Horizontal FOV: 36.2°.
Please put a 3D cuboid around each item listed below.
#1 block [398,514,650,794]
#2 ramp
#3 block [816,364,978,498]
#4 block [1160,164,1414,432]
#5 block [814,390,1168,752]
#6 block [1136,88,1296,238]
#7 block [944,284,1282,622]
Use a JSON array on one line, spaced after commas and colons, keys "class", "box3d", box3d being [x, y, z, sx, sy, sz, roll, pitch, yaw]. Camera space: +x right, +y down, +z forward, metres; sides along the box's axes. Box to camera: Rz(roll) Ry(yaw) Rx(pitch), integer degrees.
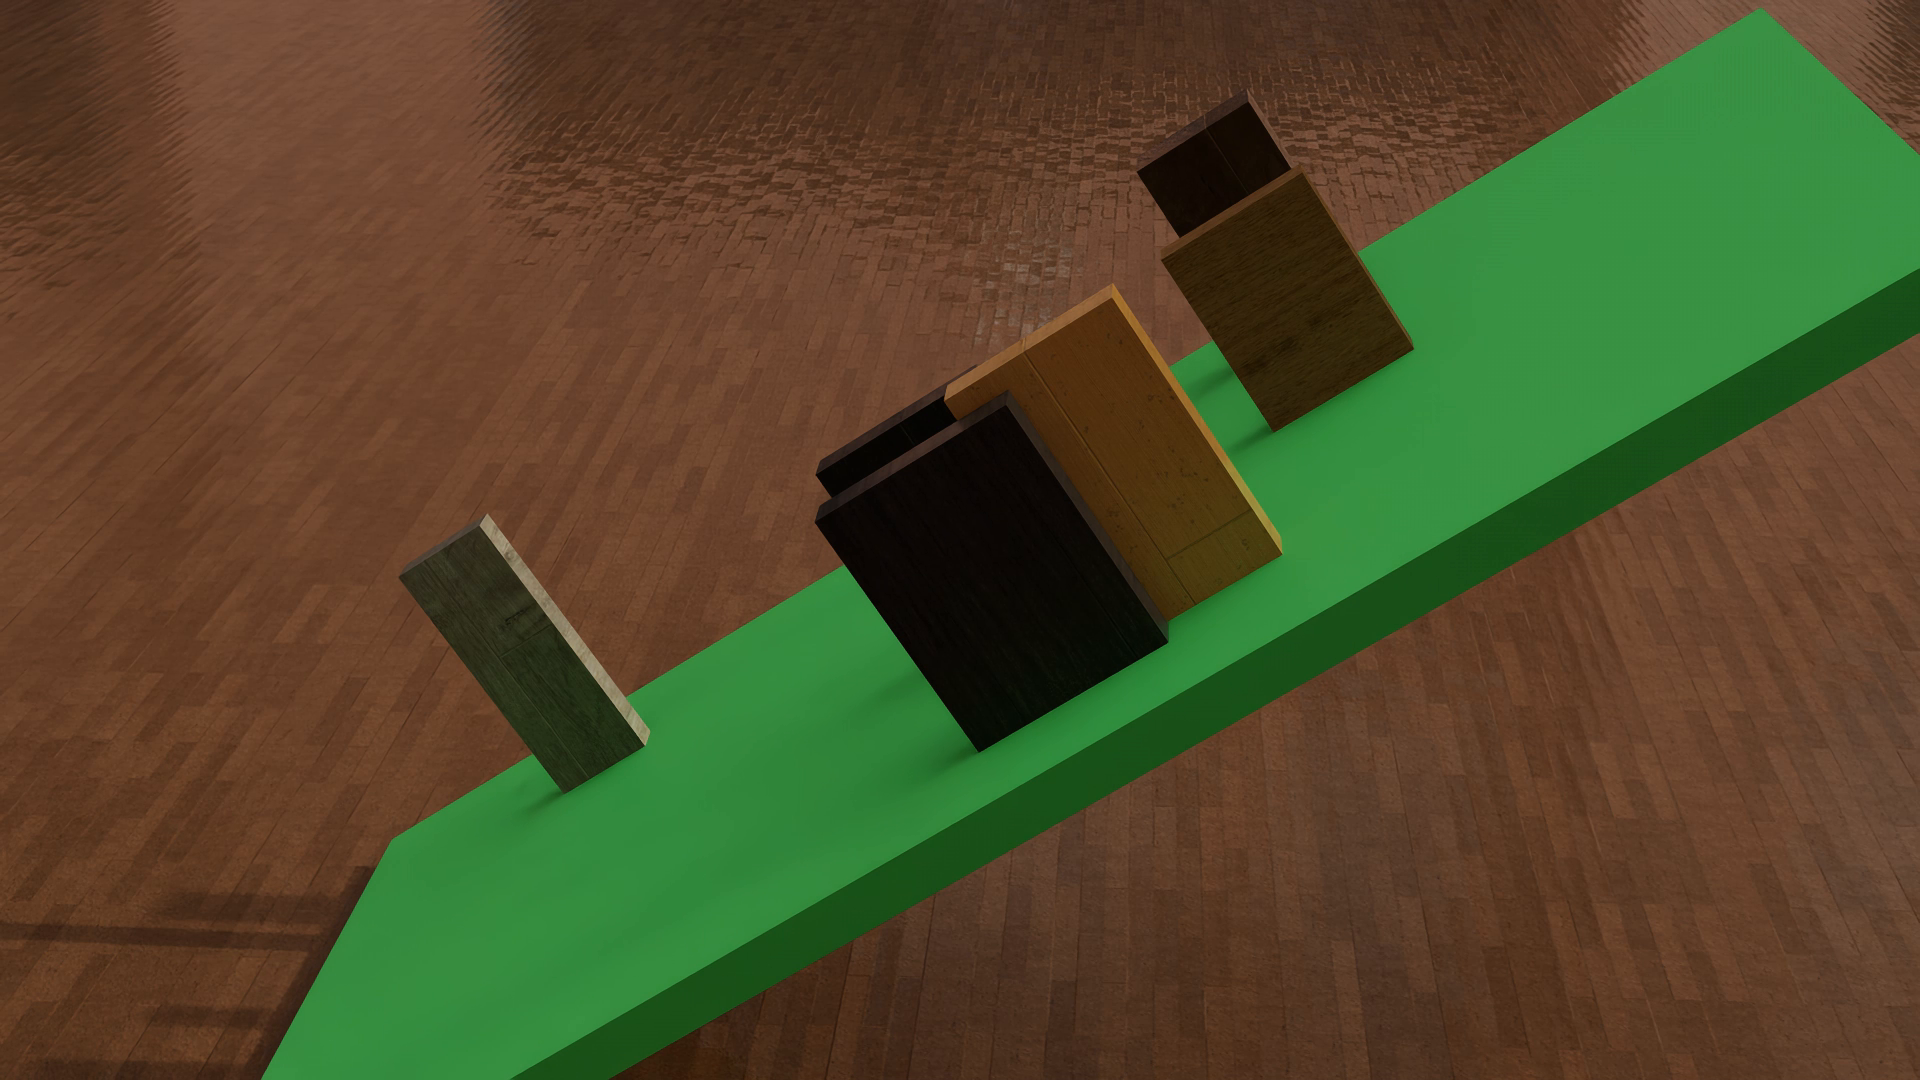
[{"class": "block", "box3d": [-1.034, 0.275, 7.009, 0.242, 0.664, 0.084, -31, 16, 14]}, {"class": "ramp", "box3d": [0.139, 0.171, 6.297, 4.000, 0.100, 2.000, -31, 16, 14]}, {"class": "block", "box3d": [0.006, -0.049, 6.096, 0.389, 0.500, 0.089, -31, 16, 14]}, {"class": "block", "box3d": [0.683, -0.502, 6.140, 0.341, 0.446, 0.082, -31, 16, 14]}, {"class": "block", "box3d": [0.063, 0.063, 5.527, 0.427, 0.554, 0.092, -31, 16, 14]}, {"class": "block", "box3d": [0.665, -0.710, 6.654, 0.293, 0.528, 0.145, -31, 16, 14]}, {"class": "block", "box3d": [0.292, -0.133, 5.556, 0.371, 0.596, 0.098, -31, 16, 14]}]
